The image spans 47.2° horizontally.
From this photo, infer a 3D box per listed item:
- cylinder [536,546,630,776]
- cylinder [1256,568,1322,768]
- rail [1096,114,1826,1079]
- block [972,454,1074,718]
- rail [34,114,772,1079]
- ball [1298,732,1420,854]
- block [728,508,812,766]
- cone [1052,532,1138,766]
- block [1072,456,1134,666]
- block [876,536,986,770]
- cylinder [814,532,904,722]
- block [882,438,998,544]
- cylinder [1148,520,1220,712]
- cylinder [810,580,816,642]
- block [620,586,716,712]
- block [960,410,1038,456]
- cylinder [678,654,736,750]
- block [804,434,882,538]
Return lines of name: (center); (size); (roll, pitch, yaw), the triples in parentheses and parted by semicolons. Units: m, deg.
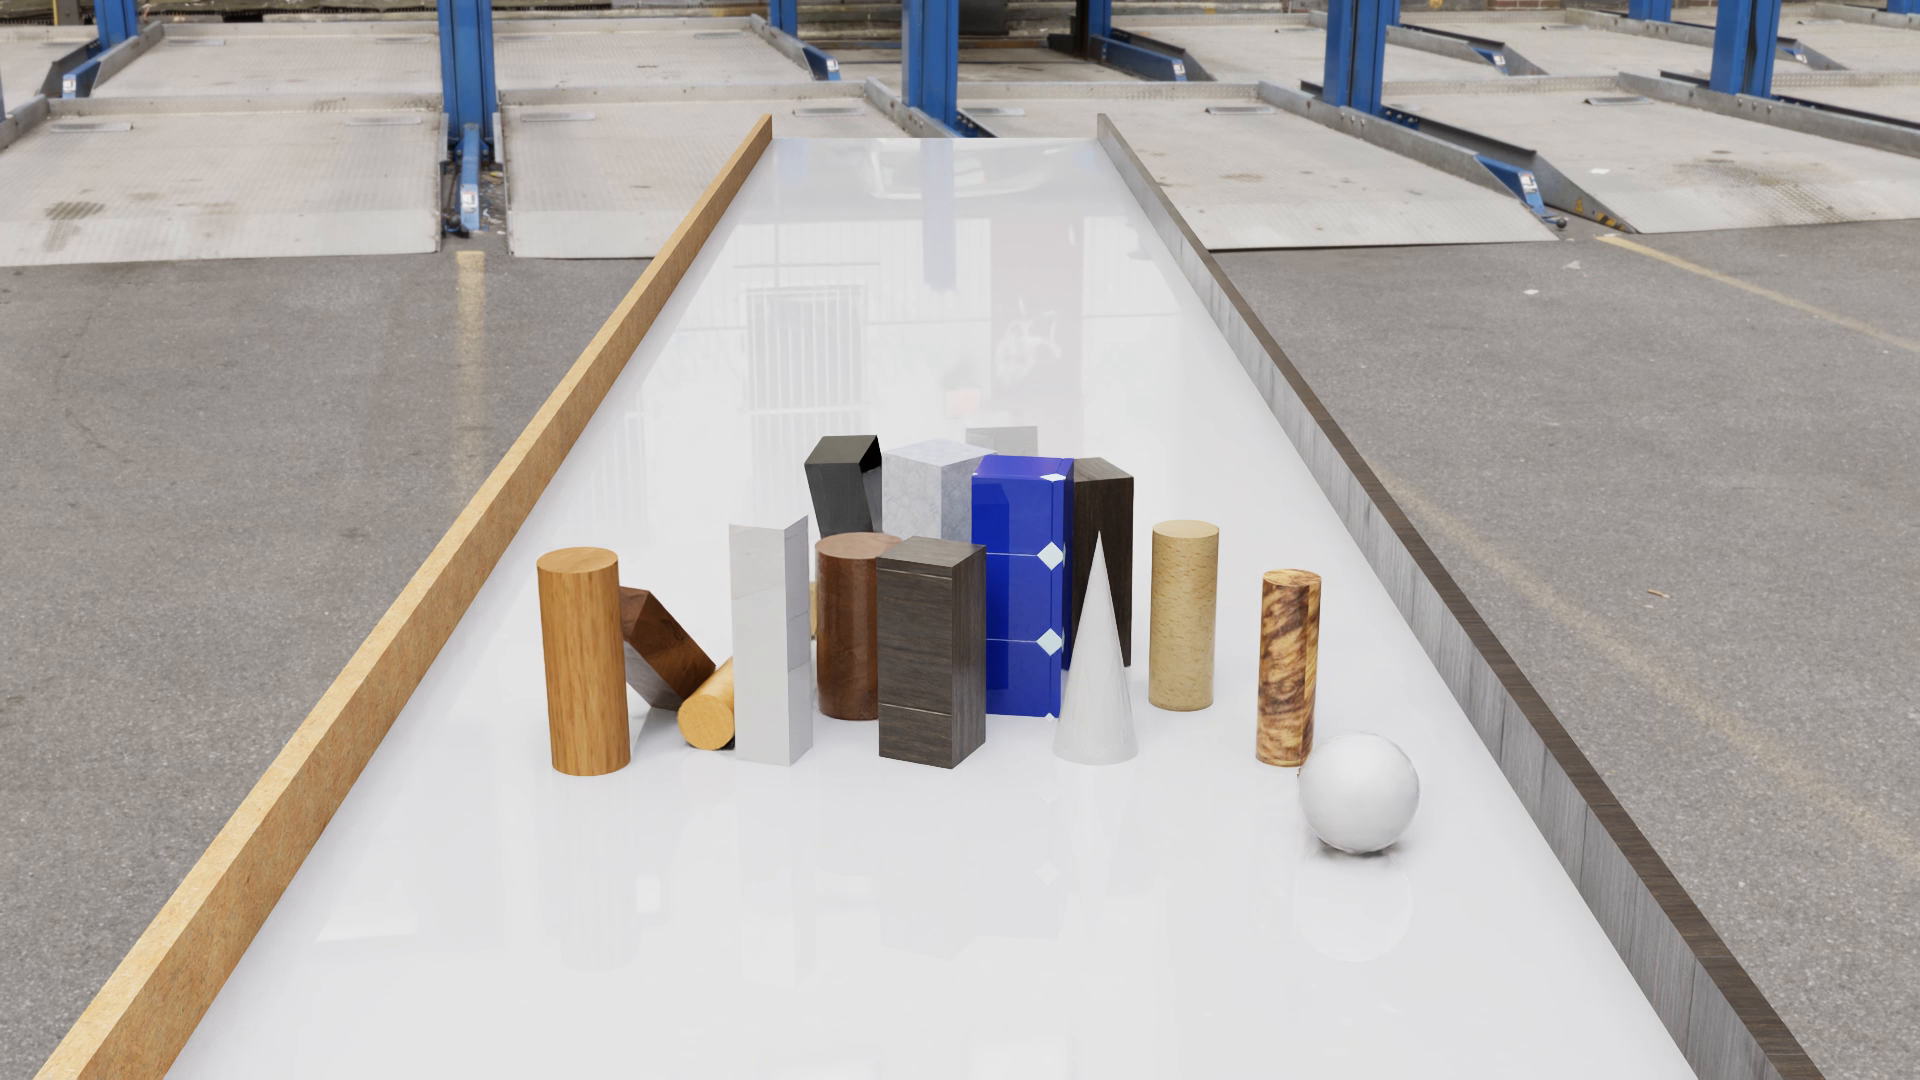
cylinder: (-0.656, 0.212, 3.844); (0.139, 0.377, 0.139); (-1, 19, 0)
cylinder: (0.578, 0.226, 3.878); (0.102, 0.335, 0.102); (0, 17, 0)
rail: (0.932, -0.844, 7.801); (0.050, 0.150, 12.000); (0, 17, -1)
block: (0.118, 0.086, 4.134); (0.169, 0.459, 0.169); (3, 17, 9)
rail: (-1.118, -0.838, 7.780); (0.050, 0.150, 12.000); (0, 17, -1)
ball: (0.639, 0.404, 3.527); (0.194, 0.194, 0.194); (0, 17, 0)
block: (-0.332, 0.173, 3.881); (0.104, 0.436, 0.104); (6, 18, 19)
cone: (0.244, 0.180, 3.902); (0.156, 0.410, 0.156); (0, 17, 0)
block: (0.227, 0.049, 4.378); (0.178, 0.387, 0.178); (-5, 16, -18)
block: (-0.049, 0.198, 3.907); (0.144, 0.373, 0.144); (8, 18, 24)
cylinder: (-0.184, 0.162, 4.127); (0.173, 0.317, 0.173); (0, 17, 0)
block: (-0.039, 0.030, 4.377); (0.162, 0.425, 0.162); (15, 22, 41)
cylinder: (0.421, 0.142, 4.149); (0.125, 0.341, 0.125); (0, 17, 0)
cylinder: (-0.257, 0.136, 4.379); (0.117, 0.117, 0.446); (5, 3, 17)
block: (-0.570, 0.203, 4.043); (0.104, 0.104, 0.301); (8, -27, 25)
block: (0.083, -0.025, 4.503); (0.144, 0.455, 0.144); (-2, 15, -3)
cylinder: (-0.407, 0.268, 4.138); (0.107, 0.107, 0.423); (4, 17, 13)
block: (-0.221, -0.040, 4.696); (0.124, 0.349, 0.124); (0, 31, 19)
